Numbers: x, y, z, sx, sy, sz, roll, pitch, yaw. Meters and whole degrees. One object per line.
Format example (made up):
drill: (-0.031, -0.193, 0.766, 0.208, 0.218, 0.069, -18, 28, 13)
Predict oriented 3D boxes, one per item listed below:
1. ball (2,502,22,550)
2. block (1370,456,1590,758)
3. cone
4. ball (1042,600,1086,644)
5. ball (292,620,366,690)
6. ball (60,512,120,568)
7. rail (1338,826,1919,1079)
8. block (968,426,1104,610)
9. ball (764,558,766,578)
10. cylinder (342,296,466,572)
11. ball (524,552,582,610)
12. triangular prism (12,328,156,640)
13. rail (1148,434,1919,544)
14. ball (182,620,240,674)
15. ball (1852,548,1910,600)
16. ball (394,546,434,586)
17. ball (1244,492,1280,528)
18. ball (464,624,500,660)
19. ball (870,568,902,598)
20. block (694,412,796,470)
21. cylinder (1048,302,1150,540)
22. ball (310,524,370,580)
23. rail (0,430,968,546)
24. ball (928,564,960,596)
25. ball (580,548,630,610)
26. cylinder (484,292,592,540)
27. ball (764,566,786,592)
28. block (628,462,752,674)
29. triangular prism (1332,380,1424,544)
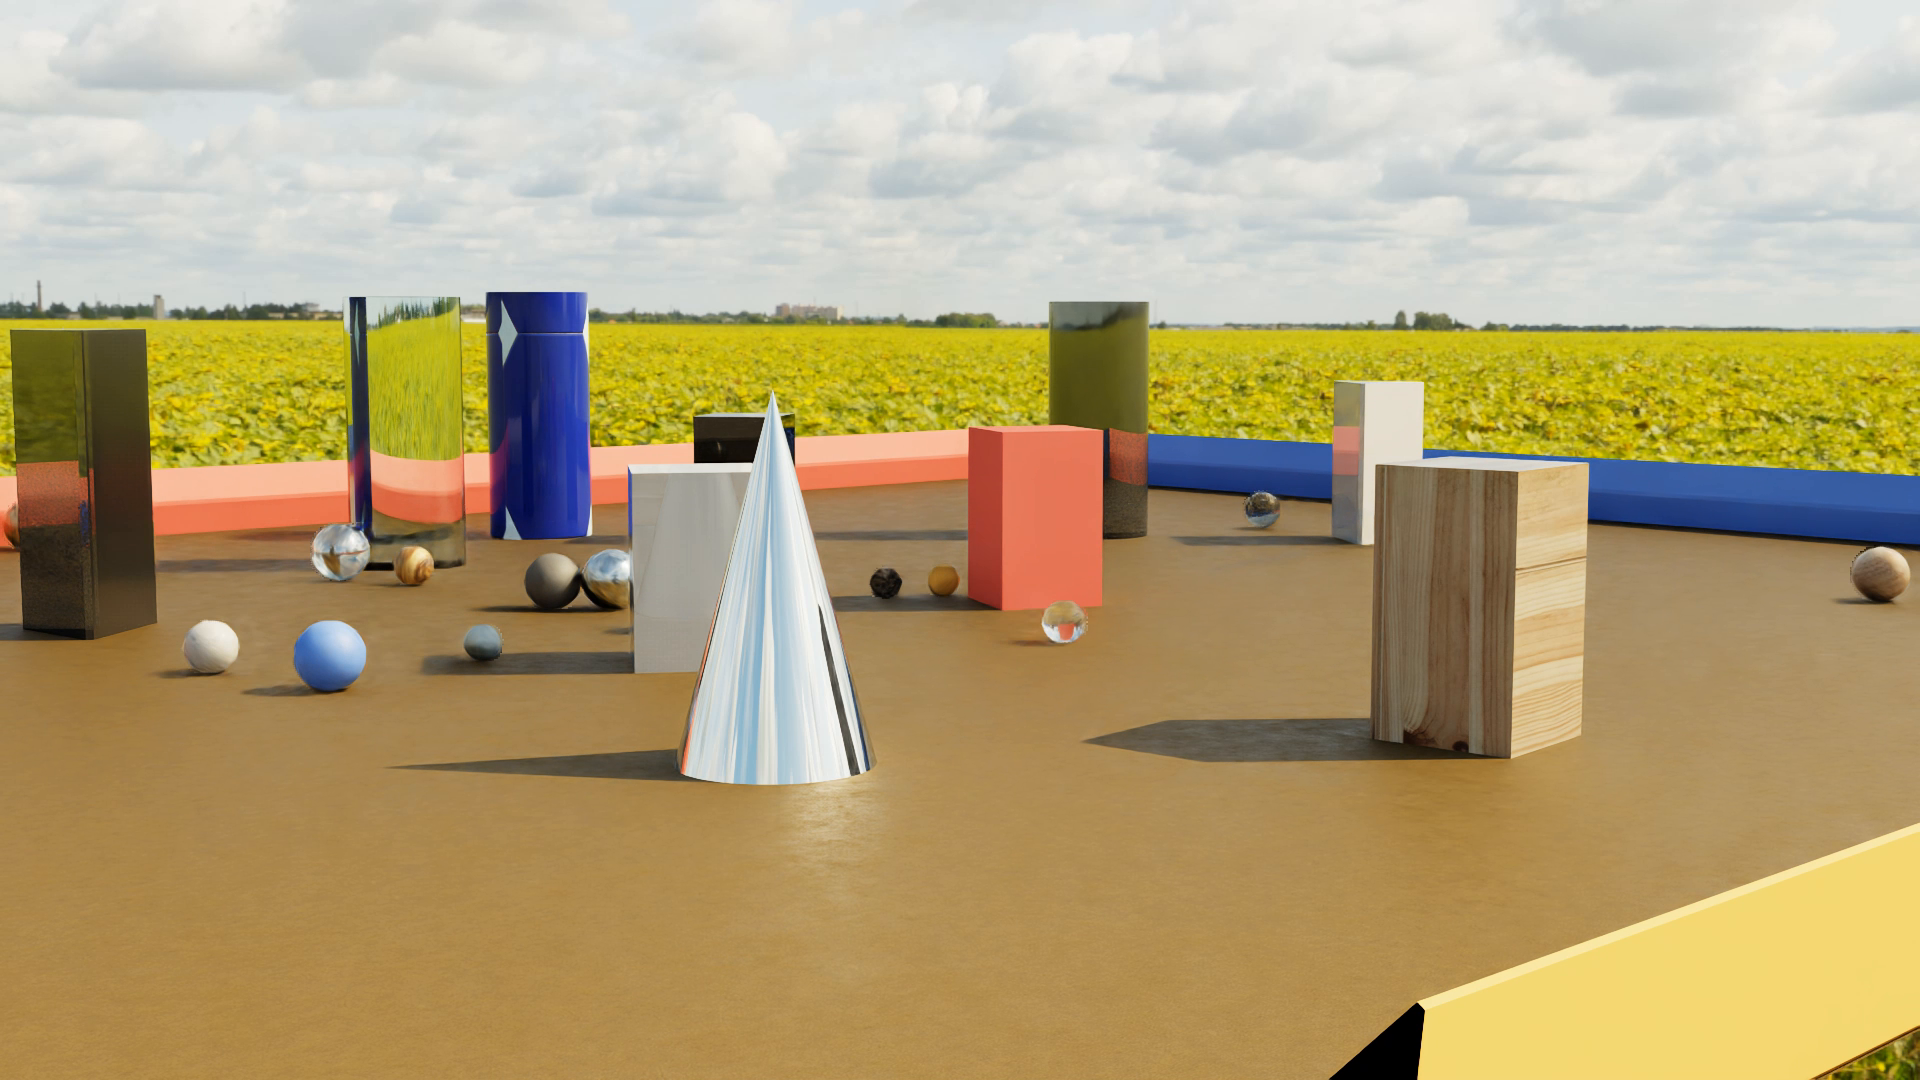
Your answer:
ball: (-1.733, -0.027, 4.099, 0.095, 0.095, 0.095, 0, 6, 0)
block: (0.541, 0.064, 2.293, 0.160, 0.287, 0.160, 5, 8, 40)
cone: (-0.182, 0.037, 2.155, 0.200, 0.369, 0.200, 0, 6, 0)
ball: (0.140, 0.110, 2.956, 0.059, 0.059, 0.059, 0, 6, 0)
ball: (-0.742, 0.136, 2.589, 0.083, 0.083, 0.083, 0, 6, 0)
ball: (-1.511, 0.000, 3.821, 0.097, 0.097, 0.097, 0, 6, 0)
rail: (1.246, 0.174, 1.988, 3.891, 0.130, 0.045, -5, 8, -42)
block: (0.114, -0.038, 3.370, 0.160, 0.266, 0.160, -2, 6, -18)
ball: (-0.347, 0.043, 3.459, 0.087, 0.087, 0.087, 0, 6, 0)
cylinder: (-0.973, -0.190, 3.855, 0.200, 0.469, 0.200, 0, 6, 0)
ball: (-0.610, 0.062, 3.296, 0.084, 0.084, 0.084, 0, 6, 0)
triangular prism: (-1.202, -0.084, 3.078, 0.173, 0.419, 0.150, 5, 8, 39)
rail: (1.412, -0.101, 4.628, 0.045, 0.130, 3.723, -5, 8, -42)
ball: (-0.923, 0.132, 2.710, 0.066, 0.066, 0.066, 0, 6, 0)
ball: (1.420, 0.052, 3.391, 0.083, 0.083, 0.083, 0, 6, 0)
ball: (-0.891, 0.041, 3.587, 0.064, 0.064, 0.064, 0, 6, 0)
ball: (0.622, -0.061, 4.531, 0.074, 0.074, 0.074, 0, 6, 0)
ball: (-0.610, 0.131, 2.809, 0.047, 0.047, 0.047, 0, 6, 0)
ball: (-0.115, 0.067, 3.420, 0.048, 0.048, 0.048, 0, 6, 0)
block: (-0.419, -0.122, 4.292, 0.160, 0.244, 0.160, 1, 6, 10)
cylinder: (0.276, -0.242, 4.381, 0.200, 0.463, 0.200, 0, 6, 0)
ball: (-1.027, 0.020, 3.648, 0.094, 0.094, 0.094, 0, 6, 0)
rail: (-1.246, -0.106, 4.675, 3.891, 0.130, 0.045, -5, 8, -42)
ball: (-0.026, 0.063, 3.444, 0.051, 0.051, 0.051, 0, 6, 0)
ball: (-0.522, 0.059, 3.293, 0.091, 0.091, 0.091, 0, 6, 0)
cylinder: (-0.837, -0.250, 4.371, 0.200, 0.482, 0.200, 0, 6, 0)
ball: (-0.297, 0.062, 3.495, 0.042, 0.042, 0.042, 0, 6, 0)
block: (-0.337, 0.032, 2.791, 0.160, 0.247, 0.160, -1, 6, -10)
triangular prism: (0.788, -0.156, 4.303, 0.173, 0.308, 0.150, -5, 7, -37)
